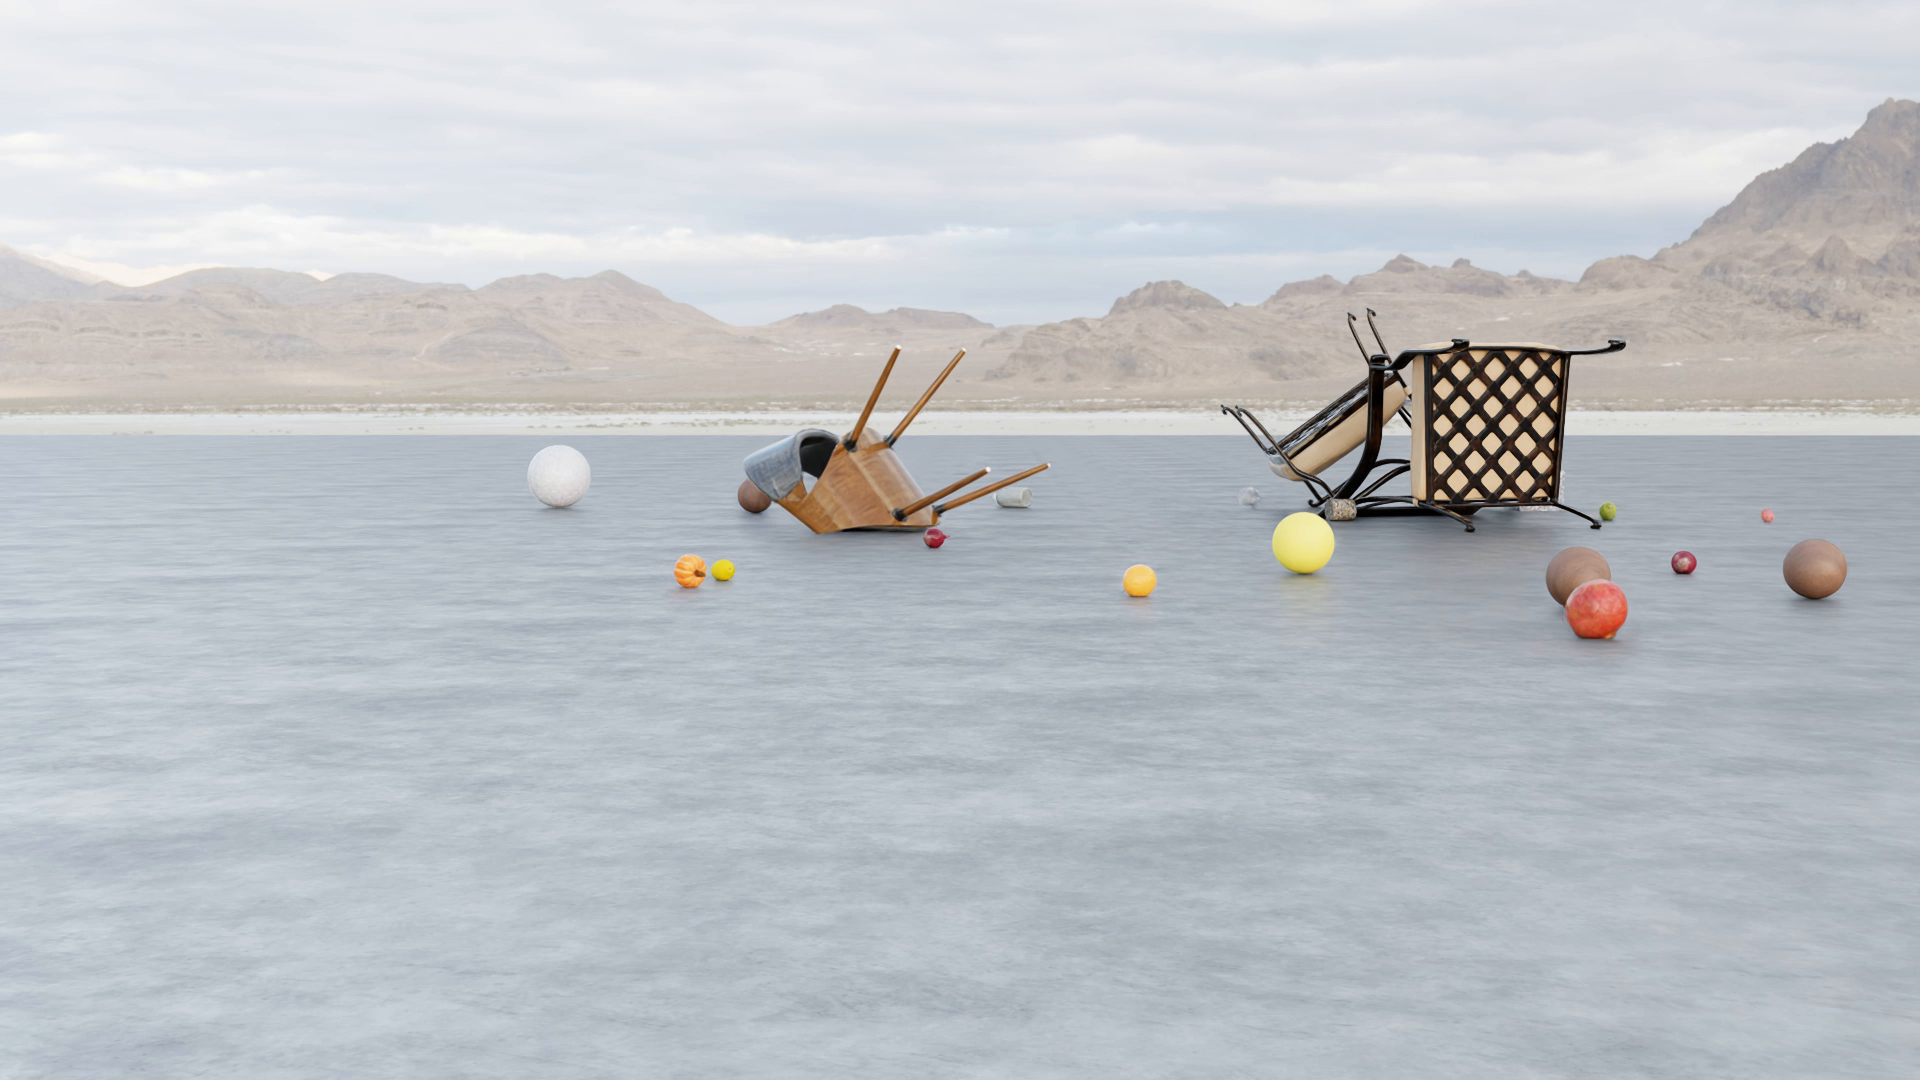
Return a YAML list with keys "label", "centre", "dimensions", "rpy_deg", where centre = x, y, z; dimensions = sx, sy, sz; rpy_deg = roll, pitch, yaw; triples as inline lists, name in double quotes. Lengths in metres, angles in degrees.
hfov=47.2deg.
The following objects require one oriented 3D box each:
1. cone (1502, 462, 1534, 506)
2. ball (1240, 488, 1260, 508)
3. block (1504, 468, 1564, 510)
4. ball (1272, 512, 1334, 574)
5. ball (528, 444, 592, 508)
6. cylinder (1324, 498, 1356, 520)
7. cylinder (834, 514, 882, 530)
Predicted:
- label: "cone"
  centre: [2.194, -0.217, 8.468]
  dimensions: [0.198, 0.170, 0.213]
  rpy_deg: [-2, 4, -26]
- label: "ball"
  centre: [1.102, -0.162, 8.360]
  dimensions: [0.074, 0.074, 0.074]
  rpy_deg: [0, 4, 0]
- label: "block"
  centre: [2.138, -0.189, 8.190]
  dimensions: [0.167, 0.151, 0.170]
  rpy_deg: [0, 4, -5]
- label: "ball"
  centre: [0.835, 0.007, 5.345]
  dimensions: [0.150, 0.150, 0.150]
  rpy_deg: [0, 4, 0]
- label: "ball"
  centre: [-1.515, -0.241, 8.314]
  dimensions: [0.238, 0.238, 0.238]
  rpy_deg: [0, 4, 0]
- label: "cylinder"
  centre: [1.299, -0.103, 7.509]
  dimensions: [0.081, 0.074, 0.099]
  rpy_deg: [-1, 8, -8]
- label: "cylinder"
  centre: [-0.326, -0.057, 7.027]
  dimensions: [0.125, 0.048, 0.122]
  rpy_deg: [-1, 3, -17]
